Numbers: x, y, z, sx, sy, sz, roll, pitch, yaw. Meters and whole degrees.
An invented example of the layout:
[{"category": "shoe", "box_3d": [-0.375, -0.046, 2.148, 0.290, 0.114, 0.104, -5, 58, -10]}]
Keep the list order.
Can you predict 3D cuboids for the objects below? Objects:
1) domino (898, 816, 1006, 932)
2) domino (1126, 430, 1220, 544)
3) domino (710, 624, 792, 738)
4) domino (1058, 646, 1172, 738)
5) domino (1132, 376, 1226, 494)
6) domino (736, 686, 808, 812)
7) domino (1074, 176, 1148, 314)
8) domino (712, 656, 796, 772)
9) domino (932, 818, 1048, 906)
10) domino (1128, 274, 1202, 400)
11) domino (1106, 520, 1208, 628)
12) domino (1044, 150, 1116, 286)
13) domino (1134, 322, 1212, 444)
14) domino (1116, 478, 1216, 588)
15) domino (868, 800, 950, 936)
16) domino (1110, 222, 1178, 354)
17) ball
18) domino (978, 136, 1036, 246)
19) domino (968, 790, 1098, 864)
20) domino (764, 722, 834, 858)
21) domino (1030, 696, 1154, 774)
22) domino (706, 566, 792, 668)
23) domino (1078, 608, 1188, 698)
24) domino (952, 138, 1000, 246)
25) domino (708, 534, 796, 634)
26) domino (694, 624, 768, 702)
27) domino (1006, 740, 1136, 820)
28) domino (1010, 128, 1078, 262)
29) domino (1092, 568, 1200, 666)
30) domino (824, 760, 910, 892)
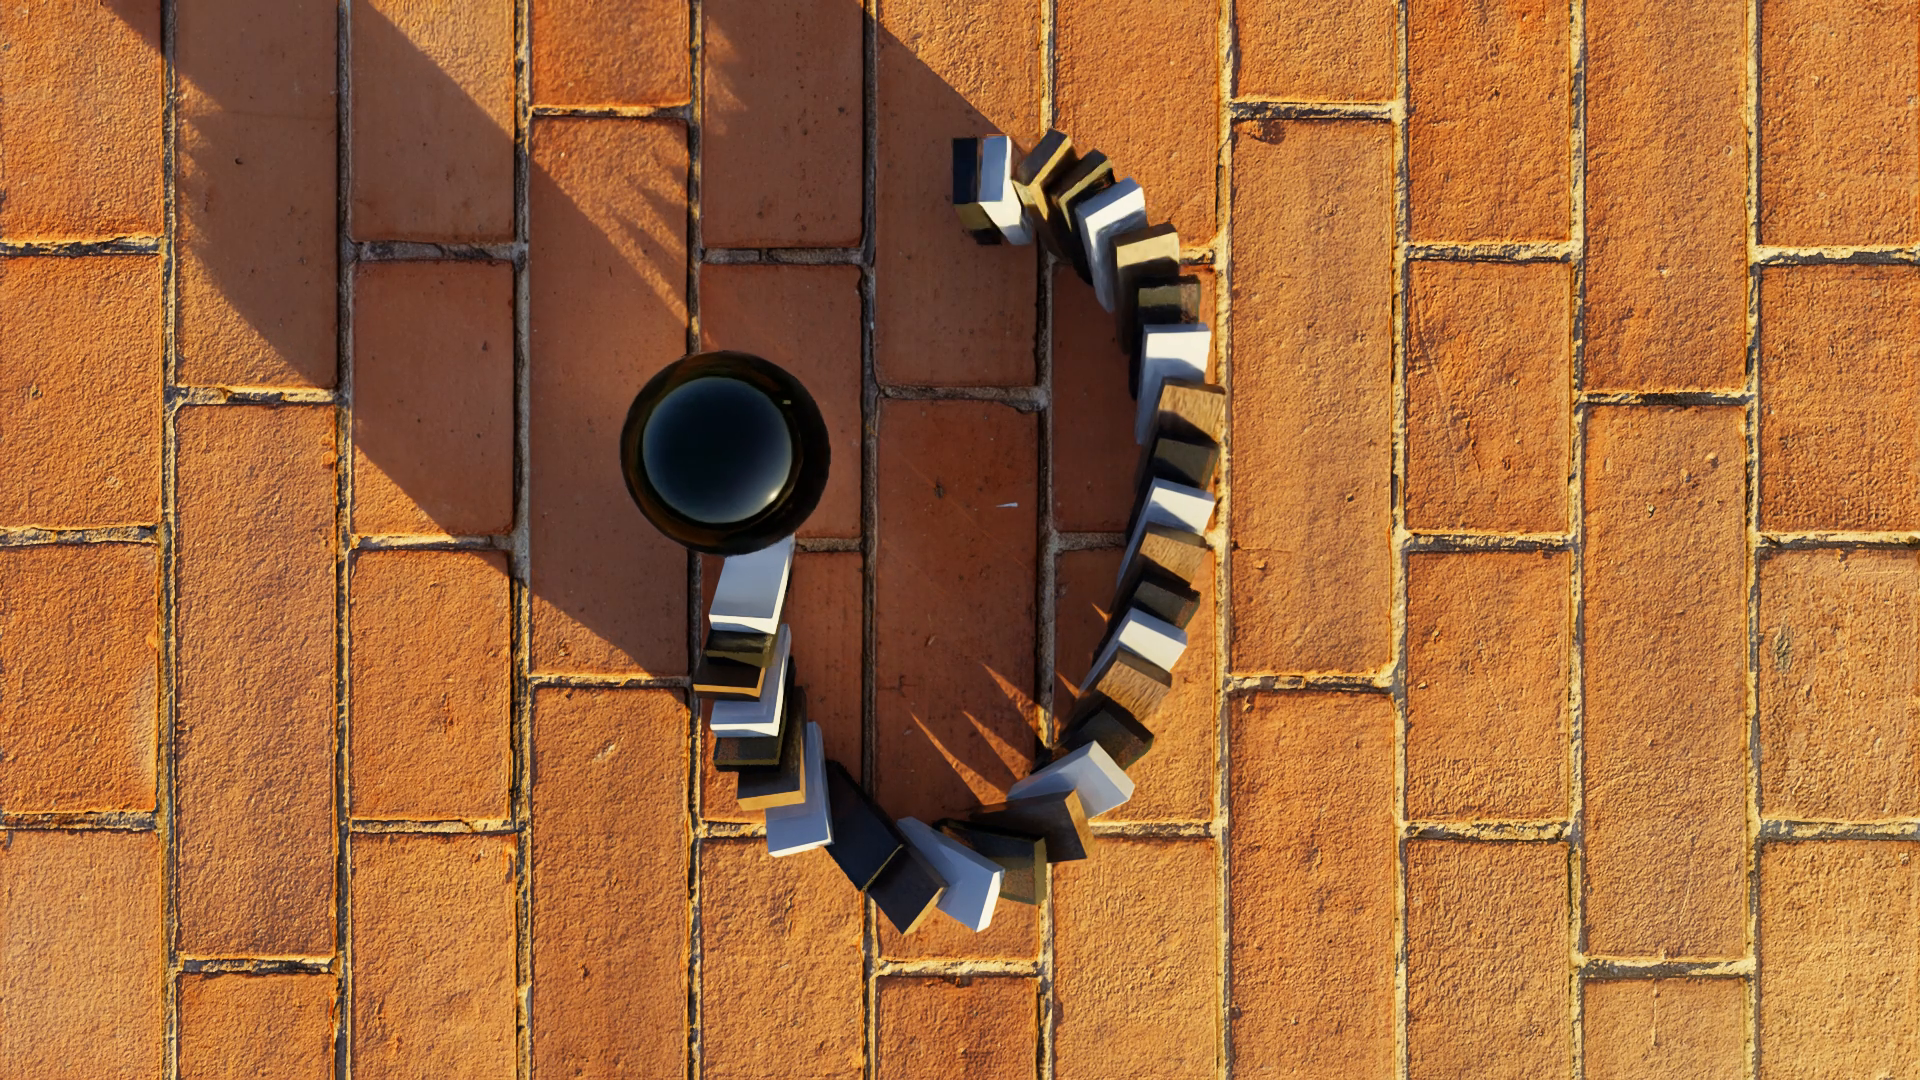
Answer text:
[{"category": "domino", "box_3d": [-0.007, 0.138, 0.382, 0.050, 0.010, 0.025, 18, 94, 33]}, {"category": "domino", "box_3d": [0.088, -0.019, 0.384, 0.025, 0.009, 0.050, 12, 119, 0]}, {"category": "domino", "box_3d": [-0.086, 0.057, 0.379, 0.025, 0.009, 0.050, -1, 46, 0]}, {"category": "domino", "box_3d": [0.064, 0.069, 0.382, 0.025, 0.009, 0.050, 27, 123, -3]}, {"category": "domino", "box_3d": [0.091, -0.041, 0.383, 0.025, 0.010, 0.050, 10, 121, 0]}, {"category": "domino", "box_3d": [-0.077, 0.085, 0.379, 0.025, 0.010, 0.050, -8, 46, 0]}, {"category": "domino", "box_3d": [0.065, -0.120, 0.378, 0.025, 0.050, 0.010, -30, 52, 0]}, {"category": "domino", "box_3d": [-0.084, 0.071, 0.379, 0.025, 0.010, 0.050, 0, 46, 1]}, {"category": "domino", "box_3d": [0.012, 0.133, 0.382, 0.050, 0.009, 0.025, -1, 90, 34]}, {"category": "domino", "box_3d": [0.085, -0.083, 0.381, 0.025, 0.009, 0.050, -5, 128, 0]}, {"category": "domino", "box_3d": [0.081, 0.018, 0.382, 0.025, 0.010, 0.050, 16, 123, 0]}, {"category": "domino", "box_3d": [0.055, -0.131, 0.377, 0.025, 0.050, 0.009, -39, 54, 0]}, {"category": "domino", "box_3d": [0.088, -0.064, 0.382, 0.025, 0.010, 0.050, -2, 125, 0]}, {"category": "domino", "box_3d": [0.085, 0.001, 0.384, 0.025, 0.009, 0.050, 15, 119, 0]}, {"category": "domino", "box_3d": [-0.030, 0.136, 0.383, 0.050, 0.010, 0.025, 40, 96, 29]}, {"category": "domino", "box_3d": [0.077, -0.103, 0.379, 0.025, 0.010, 0.050, -15, 133, 0]}, {"category": "ball", "box_3d": [-0.091, -0.034, 0.360, 0.080, 0.080, 0.080, 0, 90, 0]}, {"category": "domino", "box_3d": [0.021, -0.141, 0.375, 0.009, 0.050, 0.025, 5, 90, 18]}, {"category": "domino", "box_3d": [0.030, 0.121, 0.382, 0.050, 0.010, 0.025, -22, 90, 35]}, {"category": "domino", "box_3d": [-0.069, 0.104, 0.383, 0.025, 0.010, 0.050, -13, 60, 2]}, {"category": "domino", "box_3d": [0.055, 0.090, 0.383, 0.025, 0.010, 0.050, 40, 122, 0]}, {"category": "domino", "box_3d": [-0.086, 0.029, 0.379, 0.025, 0.010, 0.050, 4, 46, 0]}, {"category": "domino", "box_3d": [0.071, 0.053, 0.382, 0.025, 0.010, 0.050, 25, 123, -1]}, {"category": "domino", "box_3d": [0.007, -0.141, 0.375, 0.009, 0.050, 0.025, 1, 90, 13]}, {"category": "domino", "box_3d": [-0.085, 0.015, 0.379, 0.025, 0.010, 0.050, 4, 46, 0]}, {"category": "domino", "box_3d": [-0.091, 0.043, 0.379, 0.025, 0.010, 0.050, 4, 46, 0]}, {"category": "domino", "box_3d": [0.045, 0.105, 0.381, 0.025, 0.009, 0.050, 48, 126, -3]}, {"category": "domino", "box_3d": [0.041, -0.140, 0.376, 0.009, 0.050, 0.025, 38, 90, 31]}, {"category": "domino", "box_3d": [0.077, 0.038, 0.383, 0.025, 0.009, 0.050, 23, 123, 0]}, {"category": "domino", "box_3d": [-0.047, 0.119, 0.384, 0.050, 0.010, 0.025, 41, 90, 30]}]
